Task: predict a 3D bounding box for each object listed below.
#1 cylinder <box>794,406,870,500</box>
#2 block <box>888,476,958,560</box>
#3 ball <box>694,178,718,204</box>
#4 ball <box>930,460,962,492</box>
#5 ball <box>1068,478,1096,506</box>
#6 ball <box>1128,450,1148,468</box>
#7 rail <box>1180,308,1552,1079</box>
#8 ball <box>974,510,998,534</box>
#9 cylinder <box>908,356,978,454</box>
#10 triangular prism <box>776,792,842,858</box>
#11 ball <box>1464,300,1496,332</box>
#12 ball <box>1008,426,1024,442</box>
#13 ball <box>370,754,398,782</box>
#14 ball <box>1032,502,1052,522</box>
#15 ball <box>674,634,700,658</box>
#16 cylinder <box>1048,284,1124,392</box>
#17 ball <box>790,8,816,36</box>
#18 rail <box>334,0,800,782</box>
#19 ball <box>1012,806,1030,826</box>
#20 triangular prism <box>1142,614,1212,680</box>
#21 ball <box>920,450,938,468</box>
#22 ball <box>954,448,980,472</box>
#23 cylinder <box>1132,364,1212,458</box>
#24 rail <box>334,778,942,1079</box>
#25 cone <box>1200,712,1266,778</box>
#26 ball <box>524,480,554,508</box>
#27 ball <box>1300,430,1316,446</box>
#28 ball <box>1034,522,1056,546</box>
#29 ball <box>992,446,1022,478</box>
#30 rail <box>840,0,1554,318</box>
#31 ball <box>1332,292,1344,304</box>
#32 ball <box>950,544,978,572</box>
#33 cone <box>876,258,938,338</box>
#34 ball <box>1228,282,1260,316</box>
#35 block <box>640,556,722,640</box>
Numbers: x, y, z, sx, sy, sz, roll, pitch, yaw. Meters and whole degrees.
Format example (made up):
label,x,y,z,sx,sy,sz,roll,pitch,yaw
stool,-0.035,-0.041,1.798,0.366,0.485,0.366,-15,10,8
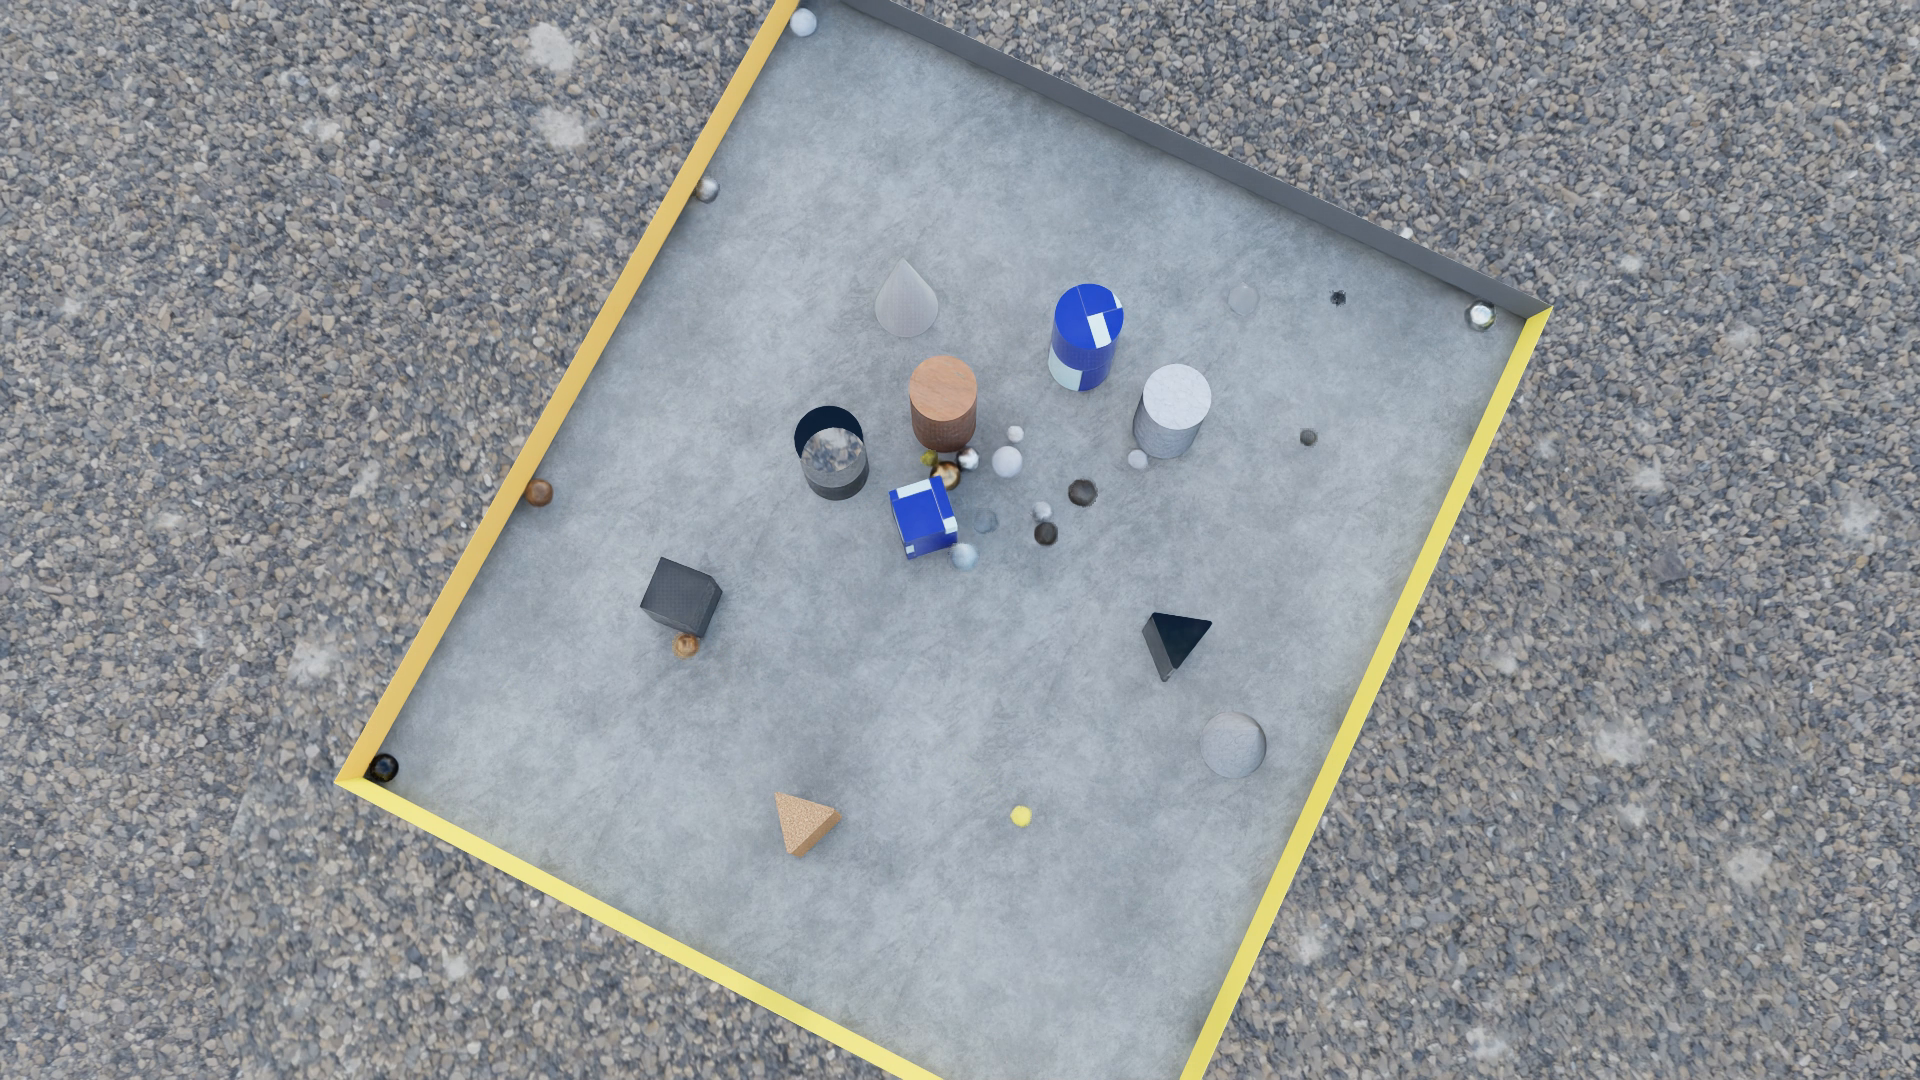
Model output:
label,x,y,z,sx,sy,sz,roll,pitch,yaw
cylinder,-0.380,-0.256,5.481,0.200,0.368,0.200,0,78,0
block,-0.108,-0.064,5.490,0.160,0.274,0.160,-18,79,-4
ball,-0.804,-1.105,5.806,0.077,0.077,0.077,0,78,0
ball,-0.044,-0.196,5.608,0.096,0.096,0.096,0,78,0
ball,0.373,-0.145,5.603,0.085,0.085,0.085,0,78,0
ball,0.546,-0.250,5.638,0.059,0.059,0.059,0,78,0
rail,1.148,0.569,5.432,0.045,0.130,2.935,26,80,5
ball,0.078,-0.055,5.590,0.075,0.075,0.075,0,78,0
cylinder,-0.049,-0.404,5.511,0.200,0.372,0.200,0,78,0
triangular prism,-0.465,0.793,5.280,0.173,0.338,0.150,-43,81,-8
ball,1.620,-0.698,5.713,0.095,0.095,0.095,0,78,0
ball,0.171,-0.328,5.659,0.051,0.051,0.051,0,78,0
ball,-1.708,0.676,5.434,0.083,0.083,0.083,0,78,0
ball,0.251,-0.086,5.601,0.066,0.066,0.066,0,78,0
ball,-0.822,0.318,5.513,0.074,0.074,0.074,0,78,0
cylinder,0.375,-0.605,5.522,0.200,0.431,0.200,0,78,0
ball,-0.506,-1.672,5.919,0.086,0.086,0.086,0,78,0
rail,-1.148,-0.555,5.664,0.045,0.130,2.935,26,80,5
ball,0.180,0.816,5.418,0.059,0.059,0.059,0,78,0
triangular prism,0.611,0.287,5.404,0.150,0.300,0.173,38,81,7
ball,-0.096,-0.249,5.642,0.051,0.051,0.051,0,78,0
ball,0.024,-0.246,5.628,0.078,0.078,0.078,0,78,0
cylinder,0.635,-0.384,5.522,0.200,0.342,0.200,0,78,0
rail,-0.646,1.271,5.286,2.613,0.130,0.045,26,80,5
cone,0.819,0.565,5.258,0.200,0.474,0.200,0,78,0
ball,-1.287,-0.141,5.601,0.087,0.087,0.087,0,78,0
ball,1.074,-0.316,5.656,0.052,0.052,0.052,0,78,0
ball,0.260,-0.017,5.584,0.071,0.071,0.071,0,78,0
ball,0.145,-0.240,5.618,0.096,0.096,0.096,0,78,0
rail,0.646,-1.258,5.810,2.613,0.130,0.045,26,80,5
ball,1.187,-0.758,5.753,0.041,0.041,0.041,0,78,0
ball,0.014,0.053,5.563,0.083,0.083,0.083,0,78,0
cone,-0.168,-0.779,5.548,0.200,0.451,0.200,0,78,0
ball,0.886,-0.752,5.721,0.100,0.100,0.100,0,78,0
block,-0.826,0.175,5.448,0.160,0.259,0.160,21,79,4
